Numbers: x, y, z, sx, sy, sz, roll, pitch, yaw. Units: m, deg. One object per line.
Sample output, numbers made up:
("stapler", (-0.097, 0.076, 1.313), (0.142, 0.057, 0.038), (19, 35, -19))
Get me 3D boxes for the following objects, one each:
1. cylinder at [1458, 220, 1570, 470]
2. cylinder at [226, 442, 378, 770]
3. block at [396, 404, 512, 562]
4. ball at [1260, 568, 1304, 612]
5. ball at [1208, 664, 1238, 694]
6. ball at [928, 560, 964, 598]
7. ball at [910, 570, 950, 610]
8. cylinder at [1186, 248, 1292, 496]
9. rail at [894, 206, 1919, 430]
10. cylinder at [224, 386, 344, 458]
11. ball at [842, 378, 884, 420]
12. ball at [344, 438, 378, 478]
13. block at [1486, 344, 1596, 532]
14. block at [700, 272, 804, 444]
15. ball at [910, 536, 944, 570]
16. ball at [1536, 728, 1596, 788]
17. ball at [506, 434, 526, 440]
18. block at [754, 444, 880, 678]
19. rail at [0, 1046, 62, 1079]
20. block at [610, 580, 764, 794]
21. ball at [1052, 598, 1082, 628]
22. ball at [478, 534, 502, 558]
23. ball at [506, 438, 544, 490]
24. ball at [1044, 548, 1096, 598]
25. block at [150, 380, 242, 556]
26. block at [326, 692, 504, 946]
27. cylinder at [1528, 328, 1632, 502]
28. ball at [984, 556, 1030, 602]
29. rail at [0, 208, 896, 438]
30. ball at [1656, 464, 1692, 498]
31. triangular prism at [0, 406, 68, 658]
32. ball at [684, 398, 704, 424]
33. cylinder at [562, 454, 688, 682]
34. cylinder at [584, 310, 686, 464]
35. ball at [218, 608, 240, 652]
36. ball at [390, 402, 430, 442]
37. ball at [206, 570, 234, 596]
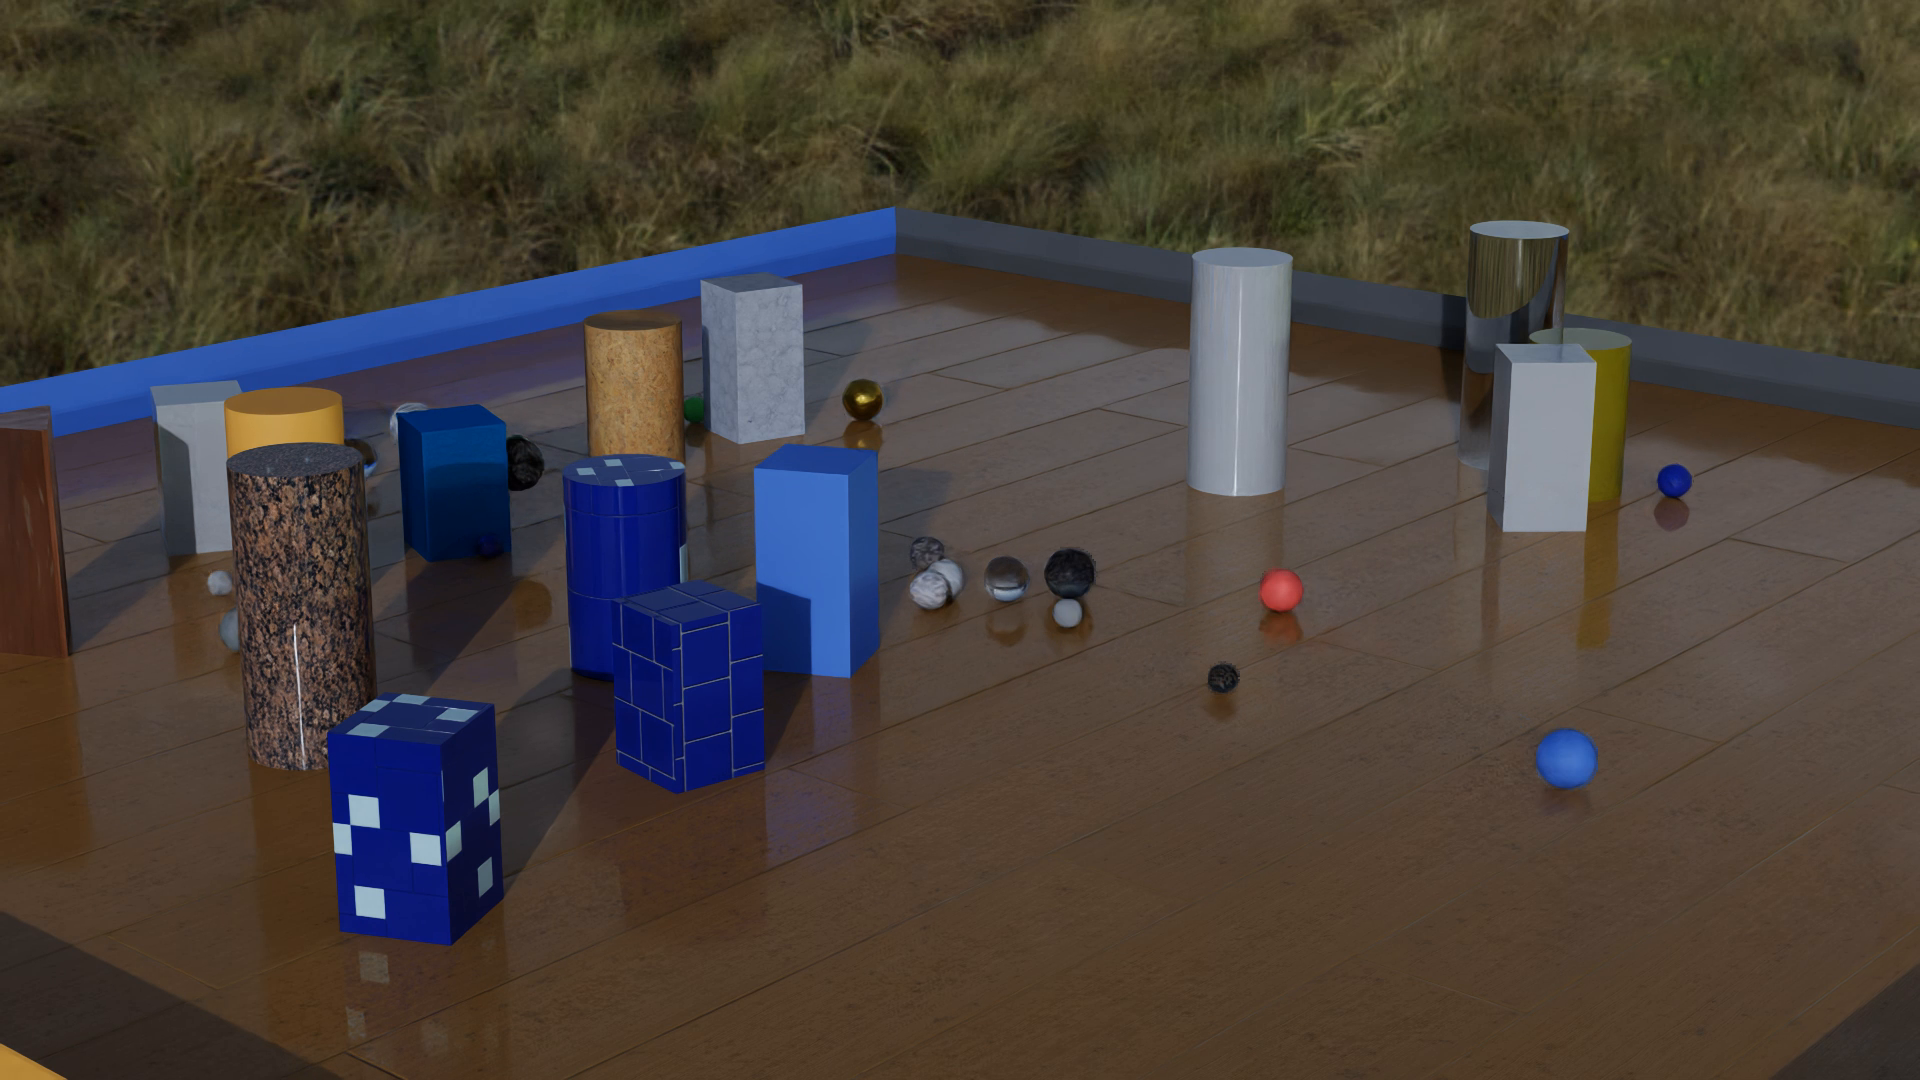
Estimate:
("cylinder", (1.118, -0.392, 5.927), (0.196, 0.476, 0.196), (0, 17, 0))
("cylinder", (-0.973, 0.097, 4.352), (0.196, 0.448, 0.196), (0, 17, 0))
("block", (-0.928, -0.106, 5.382), (0.157, 0.243, 0.157), (-8, 19, -25))
("ball", (0.552, 0.087, 5.033), (0.075, 0.075, 0.075), (0, 17, 0))
("ball", (0.416, 0.220, 4.639), (0.048, 0.048, 0.048), (0, 17, 0))
("ball", (-0.026, 0.068, 5.105), (0.068, 0.068, 0.068), (0, 17, 0))
("ball", (-0.052, 0.087, 5.045), (0.068, 0.068, 0.068), (0, 17, 0))
("cylinder", (0.549, -0.332, 5.764), (0.196, 0.455, 0.196), (0, 17, 0))
("rail", (1.424, -0.442, 6.691), (4.287, 0.127, 0.045), (14, 22, 39))
("cylinder", (-1.148, -0.062, 5.025), (0.196, 0.364, 0.196), (0, 17, 0))
("ball", (-0.208, -0.303, 6.301), (0.090, 0.090, 0.090), (0, 17, 0))
("ball", (-1.203, -0.161, 5.833), (0.087, 0.087, 0.087), (0, 17, 0))
("block", (1.095, -0.194, 5.530), (0.157, 0.325, 0.157), (0, 17, -1))
("block", (-0.436, -0.385, 6.170), (0.157, 0.321, 0.157), (-10, 20, -31))
("ball", (-0.059, 0.024, 5.263), (0.062, 0.062, 0.062), (0, 17, 0))
("ball", (0.879, 0.317, 4.249), (0.086, 0.086, 0.086), (0, 17, 0))
("ball", (-0.903, -0.185, 5.966), (0.057, 0.057, 0.057), (0, 17, 0))
("block", (-0.231, 0.032, 4.757), (0.157, 0.339, 0.157), (5, 17, 15))
("rail", (-1.424, 0.505, 3.549), (4.287, 0.127, 0.045), (14, 22, 39))
("block", (-0.399, 0.213, 4.301), (0.157, 0.256, 0.157), (-13, 21, -37))
("ball", (0.182, 0.123, 4.952), (0.051, 0.051, 0.051), (0, 17, 0))
("ball", (-0.856, 0.011, 5.338), (0.043, 0.043, 0.043), (0, 17, 0))
("ball", (-0.823, -0.140, 5.449), (0.098, 0.098, 0.098), (0, 17, 0))
("ball", (0.191, 0.059, 5.103), (0.088, 0.088, 0.088), (0, 17, 0))
("block", (-1.396, -0.134, 5.407), (0.157, 0.282, 0.157), (-6, 18, -18))
("block", (-0.701, 0.358, 3.789), (0.157, 0.273, 0.157), (5, 17, 16))
("cylinder", (1.206, -0.246, 5.741), (0.196, 0.303, 0.196), (0, 17, 0))
("ball", (0.080, 0.067, 5.087), (0.081, 0.081, 0.081), (0, 17, 0))
("rail", (-1.601, -0.369, 6.451), (0.045, 0.127, 4.392), (14, 22, 39))
("ball", (1.393, -0.116, 5.718), (0.067, 0.067, 0.067), (0, 17, 0))
("triangular prism", (-1.530, -0.018, 4.843), (0.170, 0.386, 0.147), (5, 17, 15))
("ball", (-0.567, -0.278, 6.276), (0.056, 0.056, 0.056), (0, 17, 0))
("cylinder", (-0.538, 0.044, 4.741), (0.196, 0.326, 0.196), (0, 17, 0))
("cylinder", (-0.657, -0.299, 5.924), (0.196, 0.298, 0.196), (0, 17, 0))
("ball", (-1.182, 0.147, 4.831), (0.075, 0.075, 0.075), (0, 17, 0))
("ball", (-1.133, -0.237, 6.071), (0.096, 0.096, 0.096), (0, 17, 0))
("ball", (-1.292, 0.075, 5.122), (0.045, 0.045, 0.045), (0, 17, 0))
